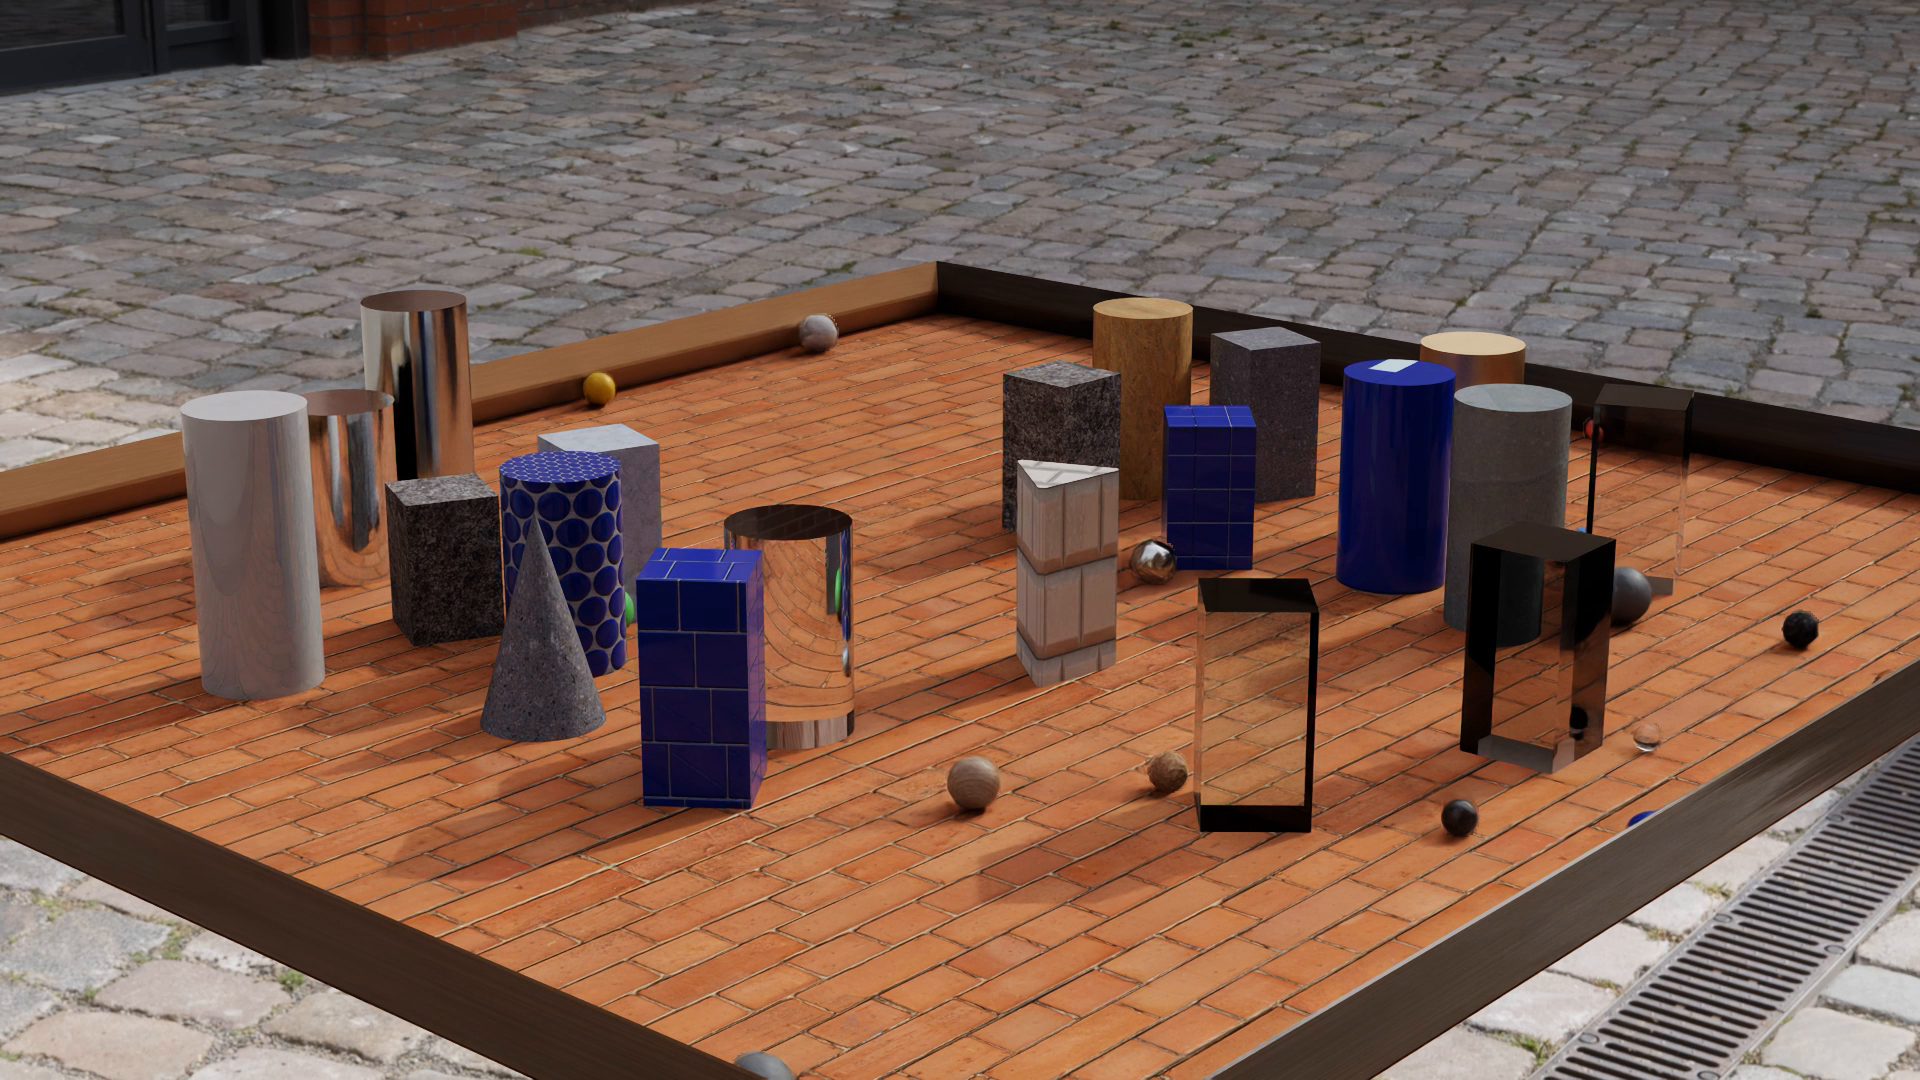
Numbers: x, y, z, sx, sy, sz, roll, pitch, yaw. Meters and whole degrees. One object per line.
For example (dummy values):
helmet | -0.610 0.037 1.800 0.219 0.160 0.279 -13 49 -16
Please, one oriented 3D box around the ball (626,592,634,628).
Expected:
ball | -0.589 0.119 4.902 0.087 0.087 0.087 0 17 0

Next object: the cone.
cone | -0.643 0.116 4.477 0.194 0.338 0.194 0 17 0

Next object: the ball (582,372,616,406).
ball | -0.790 -0.330 6.417 0.071 0.071 0.071 0 17 0

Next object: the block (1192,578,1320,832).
block | 0.414 0.231 4.121 0.155 0.323 0.155 0 17 1

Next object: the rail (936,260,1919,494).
rail | 1.104 -0.336 6.338 3.122 0.126 0.045 14 22 39

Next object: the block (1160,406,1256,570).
block | 0.448 -0.096 5.304 0.155 0.265 0.155 0 17 0

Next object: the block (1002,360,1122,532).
block | 0.189 -0.165 5.475 0.155 0.299 0.155 16 23 43

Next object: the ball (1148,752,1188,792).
ball | 0.301 0.334 4.238 0.058 0.058 0.058 0 17 0

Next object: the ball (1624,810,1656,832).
ball | 0.940 0.403 3.997 0.066 0.066 0.066 0 17 0

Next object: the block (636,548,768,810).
block | -0.368 0.197 4.207 0.155 0.338 0.155 1 17 5

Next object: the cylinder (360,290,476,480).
cylinder | -1.007 -0.234 5.468 0.194 0.434 0.194 0 17 0

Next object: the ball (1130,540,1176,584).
ball | 0.340 0.039 5.178 0.080 0.080 0.080 0 17 0

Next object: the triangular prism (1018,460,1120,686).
triangular prism | 0.143 0.045 4.728 0.168 0.330 0.145 -14 22 -39

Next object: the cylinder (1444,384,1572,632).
cylinder | 0.921 -0.050 4.938 0.194 0.390 0.194 0 17 0

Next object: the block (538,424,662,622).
block | -0.611 -0.023 4.993 0.155 0.307 0.155 -10 19 -29

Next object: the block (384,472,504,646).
block | -0.865 0.031 4.923 0.155 0.242 0.155 -7 18 -22

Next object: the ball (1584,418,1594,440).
ball | 1.330 -0.231 6.129 0.047 0.047 0.047 0 17 0

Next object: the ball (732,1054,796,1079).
ball | -0.224 0.615 3.257 0.088 0.088 0.088 0 17 0

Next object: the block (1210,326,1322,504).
block | 0.592 -0.244 5.724 0.155 0.307 0.155 -8 18 -24

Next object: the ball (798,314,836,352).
ball | -0.335 -0.486 6.903 0.090 0.090 0.090 0 17 0

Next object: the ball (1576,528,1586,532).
ball | 1.139 0.002 5.355 0.050 0.050 0.050 0 17 0

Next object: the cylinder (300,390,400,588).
cylinder | -1.096 -0.094 5.218 0.194 0.312 0.194 0 17 0

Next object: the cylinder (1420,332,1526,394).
cylinder | 0.956 -0.201 5.511 0.194 0.347 0.194 0 17 0

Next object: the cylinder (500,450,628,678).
cylinder | -0.640 0.040 4.742 0.194 0.330 0.194 0 17 0

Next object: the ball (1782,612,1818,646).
ball | 1.391 0.148 4.856 0.057 0.057 0.057 0 17 0

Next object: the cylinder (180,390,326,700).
cylinder | -1.117 0.007 4.639 0.194 0.453 0.194 0 17 0

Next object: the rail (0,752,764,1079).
rail | -1.104 0.399 3.903 3.122 0.126 0.045 14 22 39

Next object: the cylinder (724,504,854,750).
cylinder | -0.258 0.130 4.447 0.194 0.328 0.194 0 17 0

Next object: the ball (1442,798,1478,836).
ball | 0.695 0.386 4.079 0.051 0.051 0.051 0 17 0

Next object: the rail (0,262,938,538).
rail | -1.161 -0.260 6.085 0.045 0.126 3.415 14 22 39

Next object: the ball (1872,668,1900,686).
ball | 1.452 0.233 4.554 0.069 0.069 0.069 0 17 0

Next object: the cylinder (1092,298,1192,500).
cylinder | 0.355 -0.277 5.740 0.194 0.361 0.194 0 17 0

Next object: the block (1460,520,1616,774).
block | 0.859 0.157 4.362 0.155 0.325 0.155 13 21 38

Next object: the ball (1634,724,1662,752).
ball | 1.031 0.296 4.394 0.040 0.040 0.040 0 17 0

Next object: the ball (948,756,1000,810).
ball | 0.019 0.345 4.172 0.076 0.076 0.076 0 17 0

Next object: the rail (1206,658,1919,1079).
rail | 1.161 0.323 4.156 0.045 0.126 3.415 14 22 39

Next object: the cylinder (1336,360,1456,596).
cylinder | 0.766 -0.112 5.164 0.194 0.377 0.194 0 17 0

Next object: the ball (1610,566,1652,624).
ball | 1.122 0.094 4.967 0.097 0.097 0.097 0 17 0

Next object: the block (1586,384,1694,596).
block | 1.196 -0.091 5.171 0.155 0.333 0.155 6 18 18
